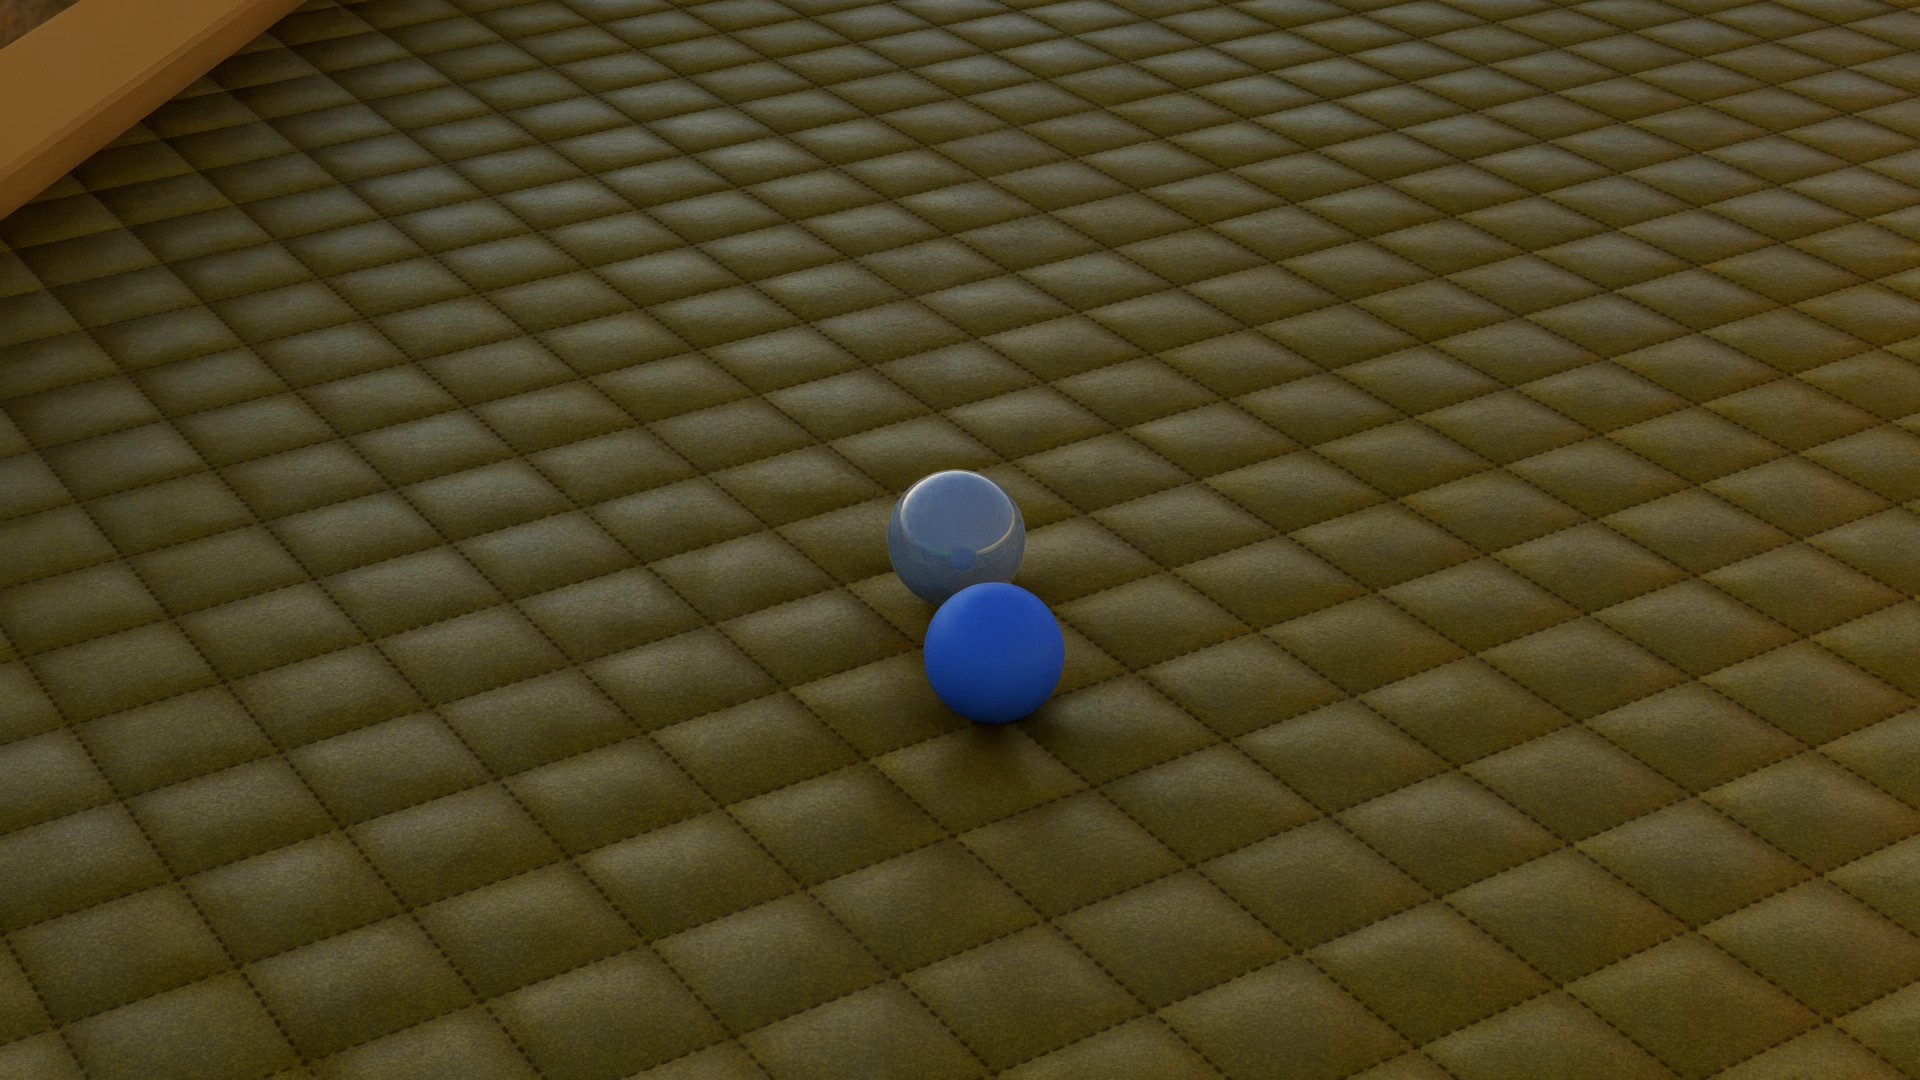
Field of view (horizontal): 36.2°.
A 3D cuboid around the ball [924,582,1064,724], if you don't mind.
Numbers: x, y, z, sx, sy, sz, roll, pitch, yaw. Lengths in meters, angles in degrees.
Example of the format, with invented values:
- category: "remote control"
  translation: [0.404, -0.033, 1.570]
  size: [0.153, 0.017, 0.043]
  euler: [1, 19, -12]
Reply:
- category: "ball"
  translation: [0.019, 0.062, 1.617]
  size: [0.078, 0.078, 0.078]
  euler: [0, 28, 0]

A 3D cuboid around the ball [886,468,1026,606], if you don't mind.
- category: "ball"
  translation: [-0.002, -0.001, 1.731]
  size: [0.082, 0.082, 0.082]
  euler: [0, 28, 0]

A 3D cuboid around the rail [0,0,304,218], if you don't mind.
- category: "rail"
  translation: [-0.633, -0.495, 2.623]
  size: [0.045, 0.124, 3.418]
  euler: [6, 28, 11]
